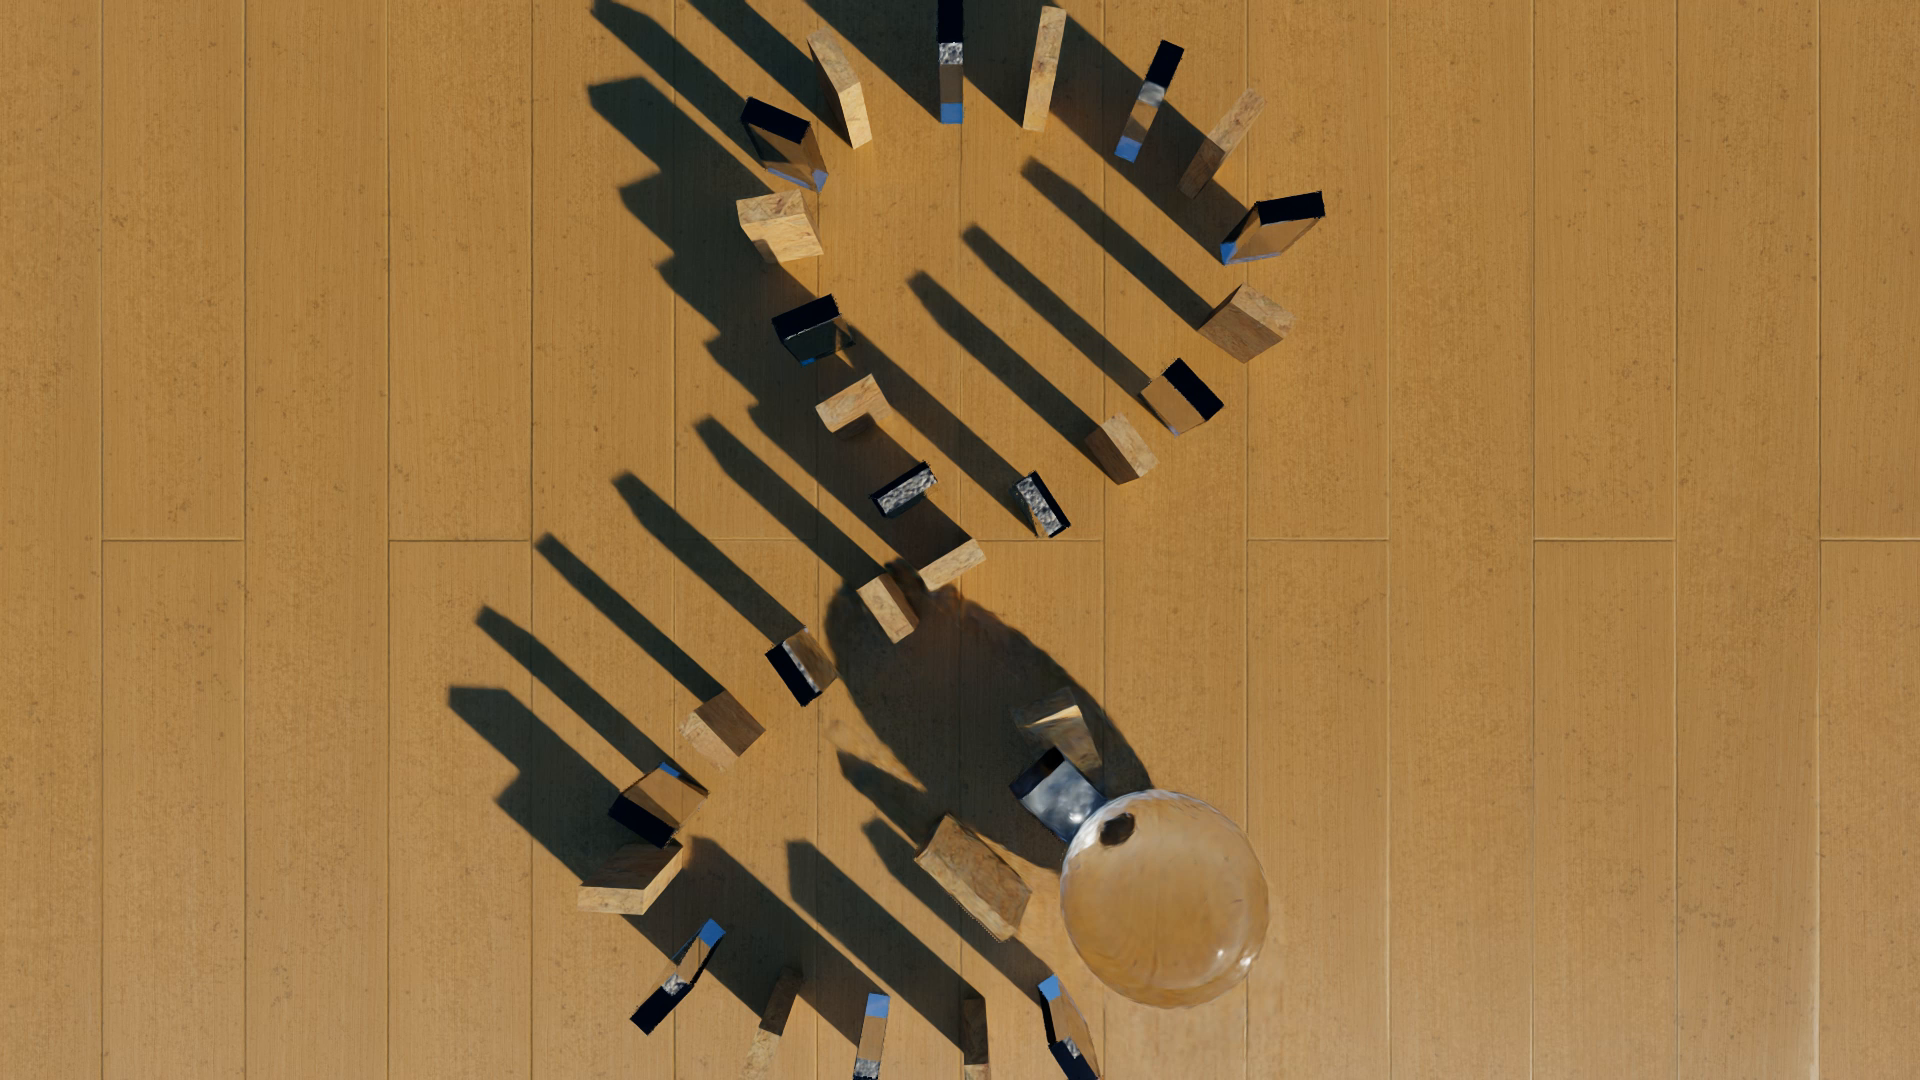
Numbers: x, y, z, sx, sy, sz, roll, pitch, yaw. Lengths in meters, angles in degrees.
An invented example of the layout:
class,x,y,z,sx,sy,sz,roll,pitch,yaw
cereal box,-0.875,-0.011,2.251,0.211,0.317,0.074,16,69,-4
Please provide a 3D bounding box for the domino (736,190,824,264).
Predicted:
class,x,y,z,sx,sy,sz,roll,pitch,yaw
domino,-0.073,-0.127,0.375,0.025,0.050,0.010,-10,90,0

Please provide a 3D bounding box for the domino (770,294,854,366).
class,x,y,z,sx,sy,sz,roll,pitch,yaw
domino,-0.059,-0.085,0.375,0.025,0.050,0.010,-23,90,0

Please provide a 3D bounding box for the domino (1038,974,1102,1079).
class,x,y,z,sx,sy,sz,roll,pitch,yaw
domino,0.045,0.202,0.375,0.009,0.050,0.025,-33,90,0

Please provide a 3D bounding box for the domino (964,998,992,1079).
class,x,y,z,sx,sy,sz,roll,pitch,yaw
domino,0.007,0.213,0.375,0.009,0.050,0.025,-5,90,0

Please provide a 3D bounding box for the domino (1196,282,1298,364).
class,x,y,z,sx,sy,sz,roll,pitch,yaw
domino,0.116,-0.088,0.375,0.025,0.050,0.010,34,90,0

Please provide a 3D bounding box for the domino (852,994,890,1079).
class,x,y,z,sx,sy,sz,roll,pitch,yaw
domino,-0.037,0.211,0.375,0.010,0.050,0.025,10,90,0

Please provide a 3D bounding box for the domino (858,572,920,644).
class,x,y,z,sx,sy,sz,roll,pitch,yaw
domino,-0.028,0.027,0.375,0.010,0.050,0.025,-34,90,0

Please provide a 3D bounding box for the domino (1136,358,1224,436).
class,x,y,z,sx,sy,sz,roll,pitch,yaw
domino,0.089,-0.058,0.375,0.010,0.050,0.025,-43,90,0

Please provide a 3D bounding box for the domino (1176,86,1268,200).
class,x,y,z,sx,sy,sz,roll,pitch,yaw
domino,0.106,-0.161,0.375,0.009,0.050,0.025,40,90,0

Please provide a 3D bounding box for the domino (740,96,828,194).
class,x,y,z,sx,sy,sz,roll,pitch,yaw
domino,-0.071,-0.160,0.375,0.025,0.050,0.009,23,90,0

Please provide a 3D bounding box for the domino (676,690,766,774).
class,x,y,z,sx,sy,sz,roll,pitch,yaw
domino,-0.097,0.077,0.375,0.009,0.050,0.025,-44,90,0

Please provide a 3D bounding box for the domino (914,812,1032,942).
class,x,y,z,sx,sy,sz,roll,pitch,yaw
domino,0.006,0.141,0.387,0.050,0.025,0.010,43,118,0

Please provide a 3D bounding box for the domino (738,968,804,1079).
class,x,y,z,sx,sy,sz,roll,pitch,yaw
domino,-0.077,0.200,0.375,0.009,0.050,0.025,21,90,0

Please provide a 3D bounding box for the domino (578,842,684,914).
class,x,y,z,sx,sy,sz,roll,pitch,yaw
domino,-0.133,0.138,0.375,0.025,0.050,0.009,3,90,0

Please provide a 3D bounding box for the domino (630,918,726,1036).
class,x,y,z,sx,sy,sz,roll,pitch,yaw
domino,-0.114,0.177,0.375,0.009,0.050,0.025,44,90,0

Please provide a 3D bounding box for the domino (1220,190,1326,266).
class,x,y,z,sx,sy,sz,roll,pitch,yaw
domino,0.127,-0.127,0.375,0.025,0.050,0.010,-10,90,0

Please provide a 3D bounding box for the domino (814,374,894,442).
class,x,y,z,sx,sy,sz,roll,pitch,yaw
domino,-0.042,-0.053,0.375,0.025,0.050,0.010,-31,90,0

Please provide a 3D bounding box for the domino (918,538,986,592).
class,x,y,z,sx,sy,sz,roll,pitch,yaw
domino,-0.003,0.010,0.375,0.025,0.050,0.010,-31,90,0

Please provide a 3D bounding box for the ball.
class,x,y,z,sx,sy,sz,roll,pitch,yaw
ball,0.079,0.139,0.359,0.080,0.080,0.080,0,90,0

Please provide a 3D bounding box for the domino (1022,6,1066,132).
class,x,y,z,sx,sy,sz,roll,pitch,yaw
domino,0.034,-0.191,0.375,0.010,0.050,0.025,10,90,0

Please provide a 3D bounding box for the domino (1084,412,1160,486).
class,x,y,z,sx,sy,sz,roll,pitch,yaw
domino,0.065,-0.037,0.375,0.009,0.050,0.025,-37,90,0

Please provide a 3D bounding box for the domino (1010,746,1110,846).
class,x,y,z,sx,sy,sz,roll,pitch,yaw
domino,0.045,0.109,0.382,0.025,0.010,0.050,-42,124,0

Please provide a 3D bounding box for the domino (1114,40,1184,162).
class,x,y,z,sx,sy,sz,roll,pitch,yaw
domino,0.077,-0.178,0.375,0.009,0.050,0.025,24,90,0

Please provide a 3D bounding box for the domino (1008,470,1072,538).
class,x,y,z,sx,sy,sz,roll,pitch,yaw
domino,0.032,-0.014,0.375,0.009,0.050,0.025,-33,90,0

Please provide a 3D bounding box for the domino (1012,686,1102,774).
class,x,y,z,sx,sy,sz,roll,pitch,yaw
domino,0.041,0.082,0.378,0.025,0.010,0.050,-24,135,1

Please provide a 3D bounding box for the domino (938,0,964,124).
class,x,y,z,sx,sy,sz,roll,pitch,yaw
domino,-0.004,-0.194,0.375,0.010,0.050,0.025,-1,90,0

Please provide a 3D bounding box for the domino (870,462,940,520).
class,x,y,z,sx,sy,sz,roll,pitch,yaw
domino,-0.022,-0.020,0.375,0.025,0.050,0.010,-33,90,0

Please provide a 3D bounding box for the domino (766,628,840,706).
class,x,y,z,sx,sy,sz,roll,pitch,yaw
domino,-0.064,0.051,0.375,0.009,0.050,0.025,-35,90,0

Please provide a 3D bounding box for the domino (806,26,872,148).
class,x,y,z,sx,sy,sz,roll,pitch,yaw
domino,-0.049,-0.184,0.375,0.009,0.050,0.025,-30,90,0

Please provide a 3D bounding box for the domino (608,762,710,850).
class,x,y,z,sx,sy,sz,roll,pitch,yaw
domino,-0.122,0.108,0.375,0.025,0.050,0.010,33,90,0
